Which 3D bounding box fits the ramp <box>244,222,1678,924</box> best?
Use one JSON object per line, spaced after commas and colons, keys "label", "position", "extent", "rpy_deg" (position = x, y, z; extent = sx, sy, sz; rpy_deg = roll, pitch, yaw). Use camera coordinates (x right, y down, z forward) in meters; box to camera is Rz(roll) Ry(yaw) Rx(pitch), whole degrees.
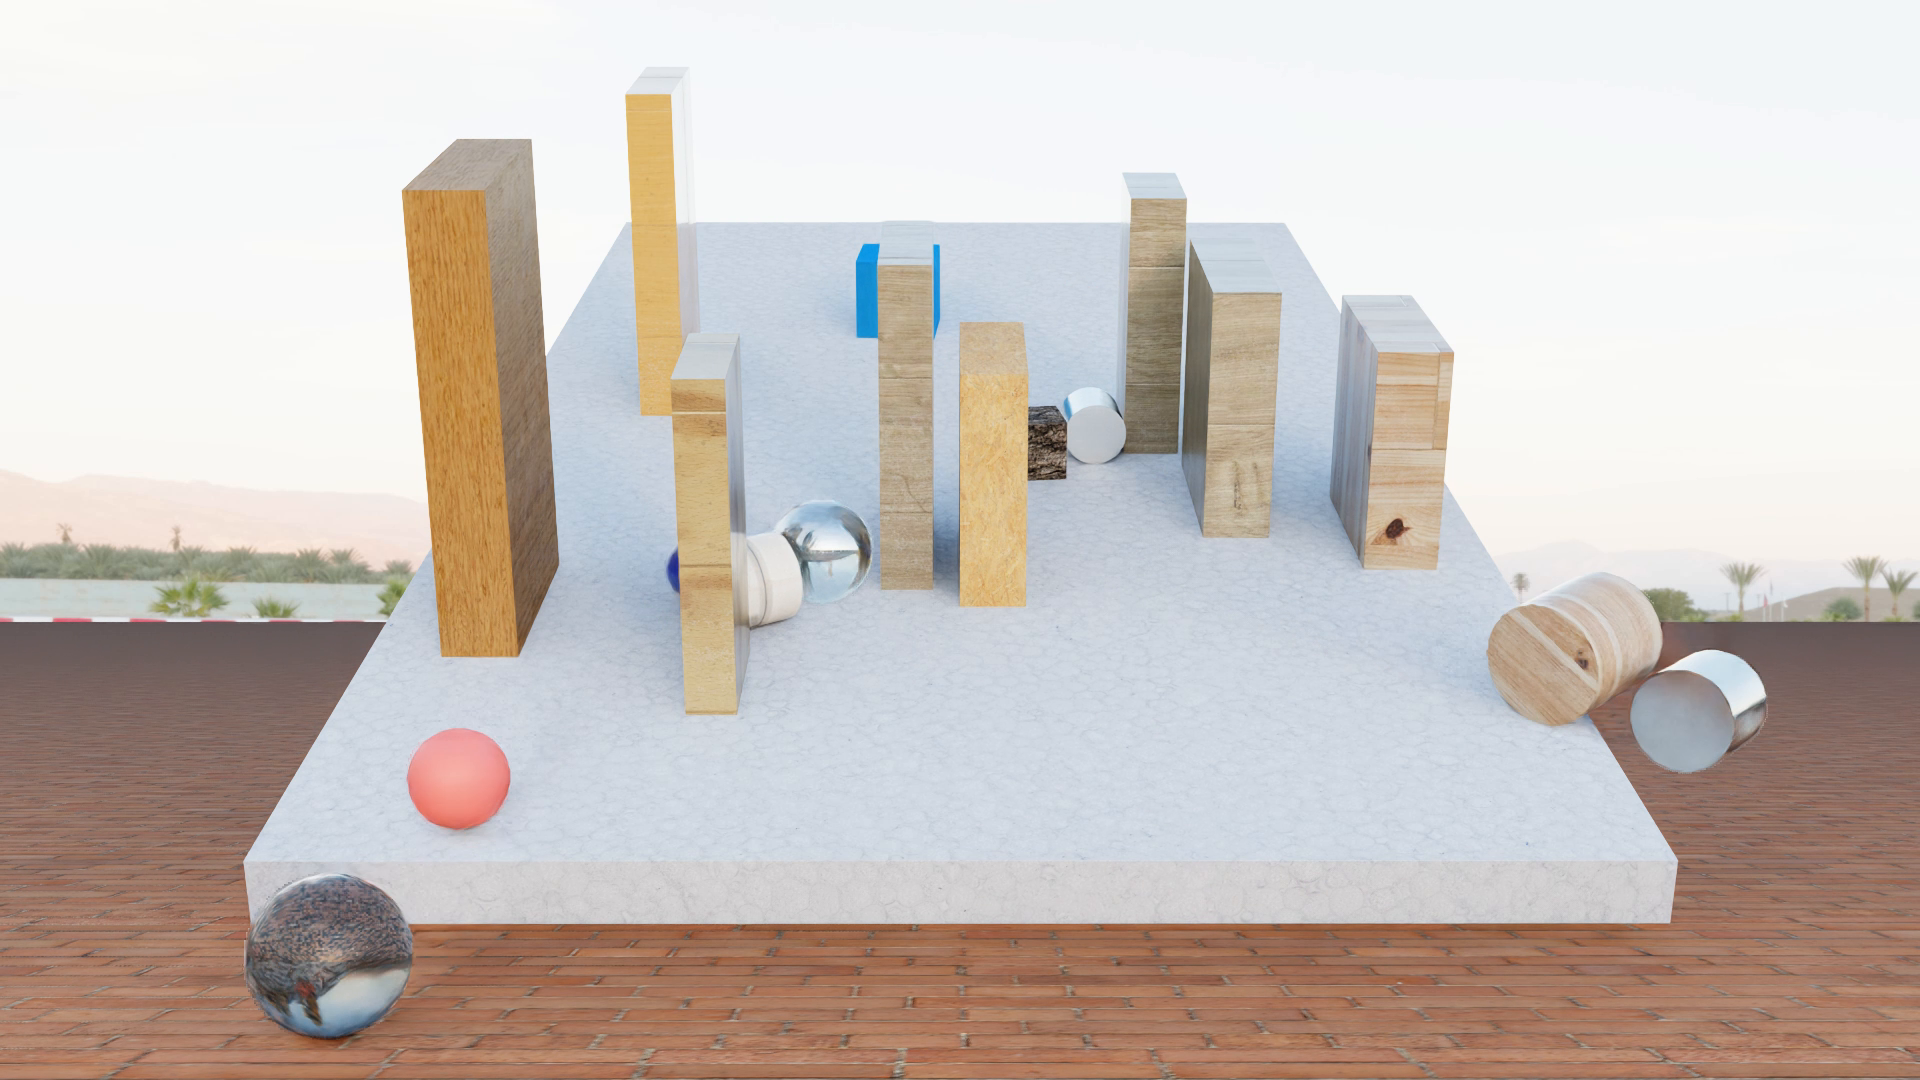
{"label": "ramp", "position": [-0.005, -0.212, 5.062], "extent": [2.000, 0.100, 4.000], "rpy_deg": [0, 21, 0]}

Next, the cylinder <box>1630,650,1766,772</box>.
{"label": "cylinder", "position": [1.155, 0.265, 3.558], "extent": [0.160, 0.160, 0.160], "rpy_deg": [-1, 7, 37]}

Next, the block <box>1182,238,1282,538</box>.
{"label": "block", "position": [0.529, -0.308, 4.490], "extent": [0.127, 0.484, 0.439], "rpy_deg": [0, 21, 0]}

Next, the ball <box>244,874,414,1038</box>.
{"label": "ball", "position": [-0.650, 0.428, 2.348], "extent": [0.168, 0.168, 0.168], "rpy_deg": [0, -2, 0]}

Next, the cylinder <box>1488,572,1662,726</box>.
{"label": "cylinder", "position": [0.979, 0.172, 3.627], "extent": [0.197, 0.197, 0.197], "rpy_deg": [-20, 12, -42]}

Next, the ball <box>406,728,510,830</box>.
{"label": "ball", "position": [-0.715, 0.340, 3.249], "extent": [0.144, 0.144, 0.144], "rpy_deg": [0, -2, 0]}

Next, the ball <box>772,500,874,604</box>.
{"label": "ball", "position": [-0.246, 0.020, 4.041], "extent": [0.185, 0.185, 0.185], "rpy_deg": [0, -2, 0]}

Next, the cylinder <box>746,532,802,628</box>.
{"label": "cylinder", "position": [-0.379, 0.076, 3.934], "extent": [0.156, 0.156, 0.156], "rpy_deg": [-14, 6, -32]}

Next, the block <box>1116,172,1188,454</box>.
{"label": "block", "position": [0.406, -0.488, 4.874], "extent": [0.116, 0.550, 0.265], "rpy_deg": [0, 21, 0]}

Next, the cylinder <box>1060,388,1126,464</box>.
{"label": "cylinder", "position": [0.280, -0.243, 4.821], "extent": [0.129, 0.129, 0.129], "rpy_deg": [0, 21, -3]}

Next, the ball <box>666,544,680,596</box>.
{"label": "ball", "position": [-0.459, 0.050, 4.046], "extent": [0.125, 0.125, 0.125], "rpy_deg": [0, -2, 0]}

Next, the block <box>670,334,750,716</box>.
{"label": "block", "position": [-0.396, -0.027, 3.642], "extent": [0.082, 0.556, 0.258], "rpy_deg": [0, 21, 0]}

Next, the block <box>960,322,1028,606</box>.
{"label": "block", "position": [0.058, -0.142, 4.127], "extent": [0.117, 0.429, 0.340], "rpy_deg": [0, 21, 0]}

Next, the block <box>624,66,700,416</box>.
{"label": "block", "position": [-0.665, -0.678, 5.139], "extent": [0.098, 0.715, 0.371], "rpy_deg": [0, 21, 0]}

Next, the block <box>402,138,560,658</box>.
{"label": "block", "position": [-0.808, -0.250, 3.893], "extent": [0.130, 0.794, 0.429], "rpy_deg": [0, 21, 0]}

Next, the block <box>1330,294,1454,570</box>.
{"label": "block", "position": [0.815, -0.212, 4.332], "extent": [0.136, 0.418, 0.407], "rpy_deg": [0, 21, 0]}

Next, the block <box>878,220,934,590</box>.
{"label": "block", "position": [-0.096, -0.252, 4.175], "extent": [0.094, 0.601, 0.346], "rpy_deg": [0, 21, 0]}

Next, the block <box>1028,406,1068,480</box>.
{"label": "block", "position": [0.150, -0.200, 4.717], "extent": [0.121, 0.121, 0.121], "rpy_deg": [-3, 21, -9]}

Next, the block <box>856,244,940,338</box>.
{"label": "block", "position": [-0.155, -0.628, 5.746], "extent": [0.195, 0.195, 0.195], "rpy_deg": [1, 21, 3]}
